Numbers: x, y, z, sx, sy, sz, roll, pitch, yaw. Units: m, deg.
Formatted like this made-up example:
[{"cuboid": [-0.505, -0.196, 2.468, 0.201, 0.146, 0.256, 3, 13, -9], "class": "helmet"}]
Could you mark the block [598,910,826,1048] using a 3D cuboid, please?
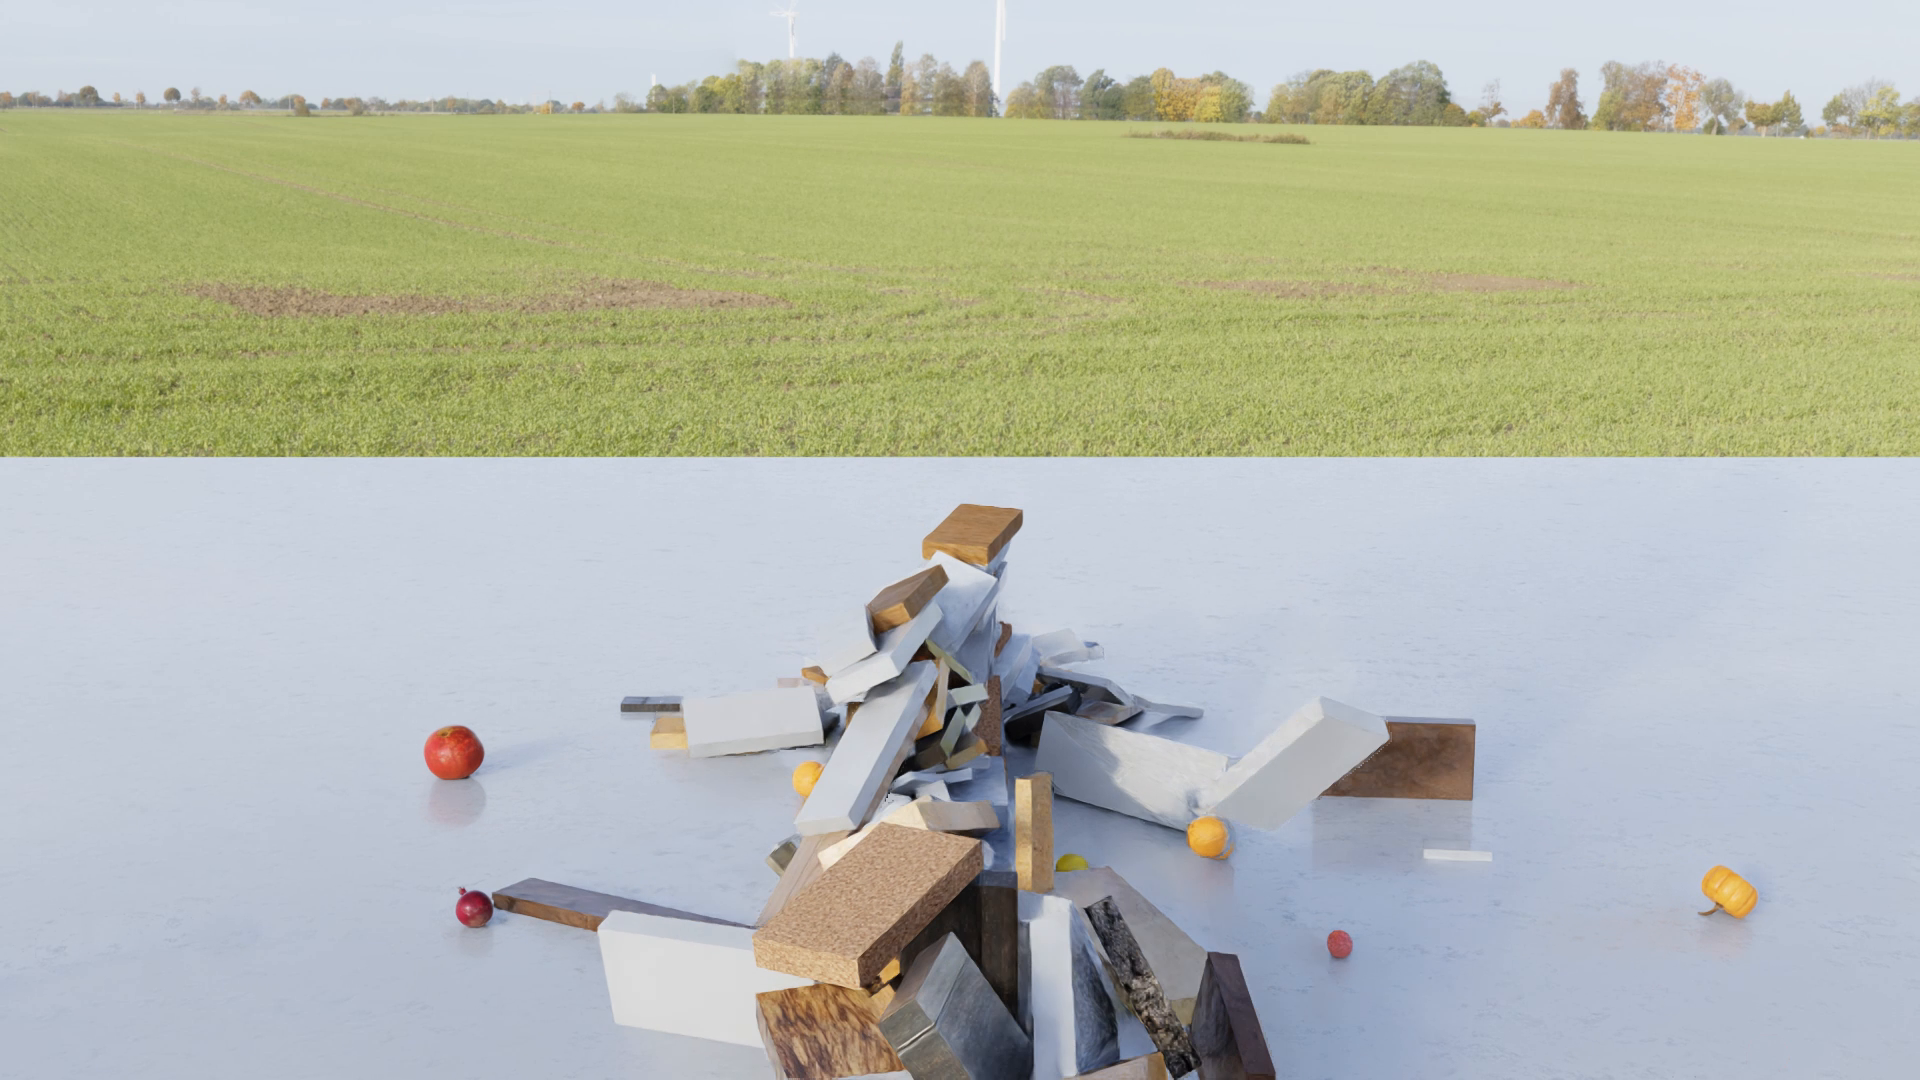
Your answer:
[{"cuboid": [-0.337, 0.616, 3.060, 0.328, 0.164, 0.046, 4, 26, 21], "class": "block"}]

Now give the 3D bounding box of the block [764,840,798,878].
[{"cuboid": [-0.261, 0.551, 3.620, 0.116, 0.016, 0.058, 42, 35, 11], "class": "block"}]

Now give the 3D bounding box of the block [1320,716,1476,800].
[{"cuboid": [0.828, 0.415, 4.203, 0.299, 0.149, 0.042, 1, 11, 6], "class": "block"}]

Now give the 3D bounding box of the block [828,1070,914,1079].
[{"cuboid": [-0.088, 0.649, 2.214, 0.150, 0.043, 0.301, -4, 23, -9], "class": "block"}]

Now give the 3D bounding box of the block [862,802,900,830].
[{"cuboid": [-0.122, 0.445, 3.386, 0.064, 0.018, 0.129, -39, -13, -17], "class": "block"}]

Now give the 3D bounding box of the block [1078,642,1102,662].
[{"cuboid": [0.222, 0.273, 5.183, 0.212, 0.030, 0.106, -8, 4, -5], "class": "block"}]

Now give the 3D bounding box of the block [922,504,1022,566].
[{"cuboid": [0.027, -0.013, 4.366, 0.130, 0.037, 0.261, 6, 19, 16], "class": "block"}]

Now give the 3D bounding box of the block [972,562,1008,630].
[{"cuboid": [0.008, 0.105, 4.350, 0.129, 0.036, 0.257, 4, 23, 11], "class": "block"}]

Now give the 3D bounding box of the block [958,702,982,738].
[{"cuboid": [-0.008, 0.322, 3.820, 0.072, 0.020, 0.144, -26, 5, 12], "class": "block"}]

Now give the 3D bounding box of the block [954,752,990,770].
[{"cuboid": [0.003, 0.372, 3.832, 0.072, 0.020, 0.144, -1, 9, -10], "class": "block"}]

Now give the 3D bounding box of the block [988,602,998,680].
[{"cuboid": [0.005, 0.187, 4.339, 0.129, 0.036, 0.257, 1, 30, 3], "class": "block"}]

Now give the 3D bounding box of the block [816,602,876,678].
[{"cuboid": [-0.191, 0.166, 3.682, 0.093, 0.026, 0.186, -29, 17, 4], "class": "block"}]

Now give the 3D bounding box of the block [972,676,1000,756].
[{"cuboid": [-0.004, 0.336, 4.110, 0.160, 0.045, 0.320, 0, 19, 1], "class": "block"}]

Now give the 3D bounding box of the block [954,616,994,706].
[{"cuboid": [-0.009, 0.227, 4.197, 0.129, 0.036, 0.257, 1, 30, 4], "class": "block"}]

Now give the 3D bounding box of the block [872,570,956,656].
[{"cuboid": [-0.086, 0.149, 4.023, 0.105, 0.030, 0.211, -21, 42, -1], "class": "block"}]

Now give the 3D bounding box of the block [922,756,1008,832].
[{"cuboid": [-0.001, 0.425, 3.703, 0.156, 0.044, 0.312, 0, 9, -1], "class": "block"}]

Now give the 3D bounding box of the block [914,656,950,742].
[{"cuboid": [-0.074, 0.275, 3.701, 0.102, 0.029, 0.203, -26, 21, 14], "class": "block"}]

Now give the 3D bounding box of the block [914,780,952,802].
[{"cuboid": [-0.042, 0.410, 3.483, 0.050, 0.014, 0.100, -19, 15, -3], "class": "block"}]

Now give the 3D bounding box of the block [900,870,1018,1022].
[{"cuboid": [-0.001, 0.580, 2.882, 0.153, 0.305, 0.043, 1, 19, 4], "class": "block"}]

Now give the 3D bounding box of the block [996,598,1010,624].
[{"cuboid": [0.048, 0.147, 4.522, 0.083, 0.023, 0.166, 4, 11, 12], "class": "block"}]

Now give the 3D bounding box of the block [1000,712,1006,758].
[{"cuboid": [0.006, 0.366, 4.557, 0.163, 0.046, 0.326, 0, 23, -1], "class": "block"}]

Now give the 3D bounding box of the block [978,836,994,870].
[{"cuboid": [-0.027, 0.539, 3.283, 0.117, 0.033, 0.235, -34, 10, 23], "class": "block"}]

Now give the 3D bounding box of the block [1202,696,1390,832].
[{"cuboid": [0.576, 0.388, 3.789, 0.153, 0.307, 0.043, 20, 41, -31], "class": "block"}]

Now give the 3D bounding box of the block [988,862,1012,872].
[{"cuboid": [0.039, 0.557, 3.401, 0.076, 0.022, 0.152, -9, 26, 9], "class": "block"}]

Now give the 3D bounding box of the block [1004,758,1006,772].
[{"cuboid": [0.003, 0.480, 3.800, 0.156, 0.044, 0.312, 0, 28, 0], "class": "block"}]

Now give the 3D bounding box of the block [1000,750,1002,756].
[{"cuboid": [-0.003, 0.478, 3.904, 0.160, 0.045, 0.320, 0, 27, 0], "class": "block"}]

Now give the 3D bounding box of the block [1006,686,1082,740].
[{"cuboid": [0.178, 0.360, 4.589, 0.131, 0.037, 0.261, -21, 0, 8], "class": "block"}]

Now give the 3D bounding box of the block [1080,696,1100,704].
[{"cuboid": [0.295, 0.351, 4.911, 0.114, 0.016, 0.057, 4, 11, 22], "class": "block"}]

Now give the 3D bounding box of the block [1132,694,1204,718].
[{"cuboid": [0.450, 0.360, 4.761, 0.142, 0.020, 0.071, 9, 7, -30], "class": "block"}]

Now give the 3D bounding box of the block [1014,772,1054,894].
[{"cuboid": [0.116, 0.461, 3.435, 0.026, 0.185, 0.092, -1, 1, 23], "class": "block"}]

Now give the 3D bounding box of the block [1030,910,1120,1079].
[{"cuboid": [0.136, 0.606, 2.519, 0.049, 0.173, 0.346, -18, 29, 11], "class": "block"}]

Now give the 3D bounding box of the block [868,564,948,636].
[{"cuboid": [-0.110, 0.112, 3.875, 0.121, 0.034, 0.242, -24, 8, 21], "class": "block"}]

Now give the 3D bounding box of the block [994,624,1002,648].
[{"cuboid": [0.028, 0.205, 4.400, 0.083, 0.023, 0.166, 3, 19, 11], "class": "block"}]

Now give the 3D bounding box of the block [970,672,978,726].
[{"cuboid": [0.007, 0.292, 4.055, 0.054, 0.015, 0.108, -1, 53, 2], "class": "block"}]

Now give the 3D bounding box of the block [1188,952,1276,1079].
[{"cuboid": [0.343, 0.656, 2.798, 0.038, 0.135, 0.269, 8, 21, -7], "class": "block"}]

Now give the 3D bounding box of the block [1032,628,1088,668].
[{"cuboid": [0.176, 0.265, 5.097, 0.212, 0.030, 0.106, -14, 27, -17], "class": "block"}]

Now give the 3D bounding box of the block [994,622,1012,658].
[{"cuboid": [0.051, 0.202, 4.500, 0.083, 0.023, 0.166, 4, 15, 11], "class": "block"}]

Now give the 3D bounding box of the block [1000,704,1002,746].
[{"cuboid": [0.003, 0.368, 4.364, 0.159, 0.045, 0.319, 1, 32, 2], "class": "block"}]

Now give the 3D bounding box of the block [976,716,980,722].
[{"cuboid": [-0.007, 0.333, 3.971, 0.054, 0.015, 0.108, 9, 26, 20], "class": "block"}]

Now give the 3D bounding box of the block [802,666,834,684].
[{"cuboid": [-0.306, 0.315, 5.099, 0.066, 0.019, 0.131, -8, 13, -35], "class": "block"}]

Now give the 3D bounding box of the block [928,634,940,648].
[{"cuboid": [-0.076, 0.234, 3.920, 0.110, 0.031, 0.221, -23, -27, 7], "class": "block"}]

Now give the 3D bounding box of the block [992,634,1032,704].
[{"cuboid": [0.037, 0.253, 4.442, 0.159, 0.045, 0.319, 4, 15, 11], "class": "block"}]

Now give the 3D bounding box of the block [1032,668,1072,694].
[{"cuboid": [0.195, 0.321, 5.055, 0.075, 0.021, 0.150, 5, 11, 23], "class": "block"}]

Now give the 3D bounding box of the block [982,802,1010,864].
[{"cuboid": [0.003, 0.535, 3.598, 0.156, 0.044, 0.312, 0, 28, 1], "class": "block"}]

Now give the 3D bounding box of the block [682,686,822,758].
[{"cuboid": [-0.427, 0.373, 4.516, 0.273, 0.039, 0.136, -6, 39, -10], "class": "block"}]
